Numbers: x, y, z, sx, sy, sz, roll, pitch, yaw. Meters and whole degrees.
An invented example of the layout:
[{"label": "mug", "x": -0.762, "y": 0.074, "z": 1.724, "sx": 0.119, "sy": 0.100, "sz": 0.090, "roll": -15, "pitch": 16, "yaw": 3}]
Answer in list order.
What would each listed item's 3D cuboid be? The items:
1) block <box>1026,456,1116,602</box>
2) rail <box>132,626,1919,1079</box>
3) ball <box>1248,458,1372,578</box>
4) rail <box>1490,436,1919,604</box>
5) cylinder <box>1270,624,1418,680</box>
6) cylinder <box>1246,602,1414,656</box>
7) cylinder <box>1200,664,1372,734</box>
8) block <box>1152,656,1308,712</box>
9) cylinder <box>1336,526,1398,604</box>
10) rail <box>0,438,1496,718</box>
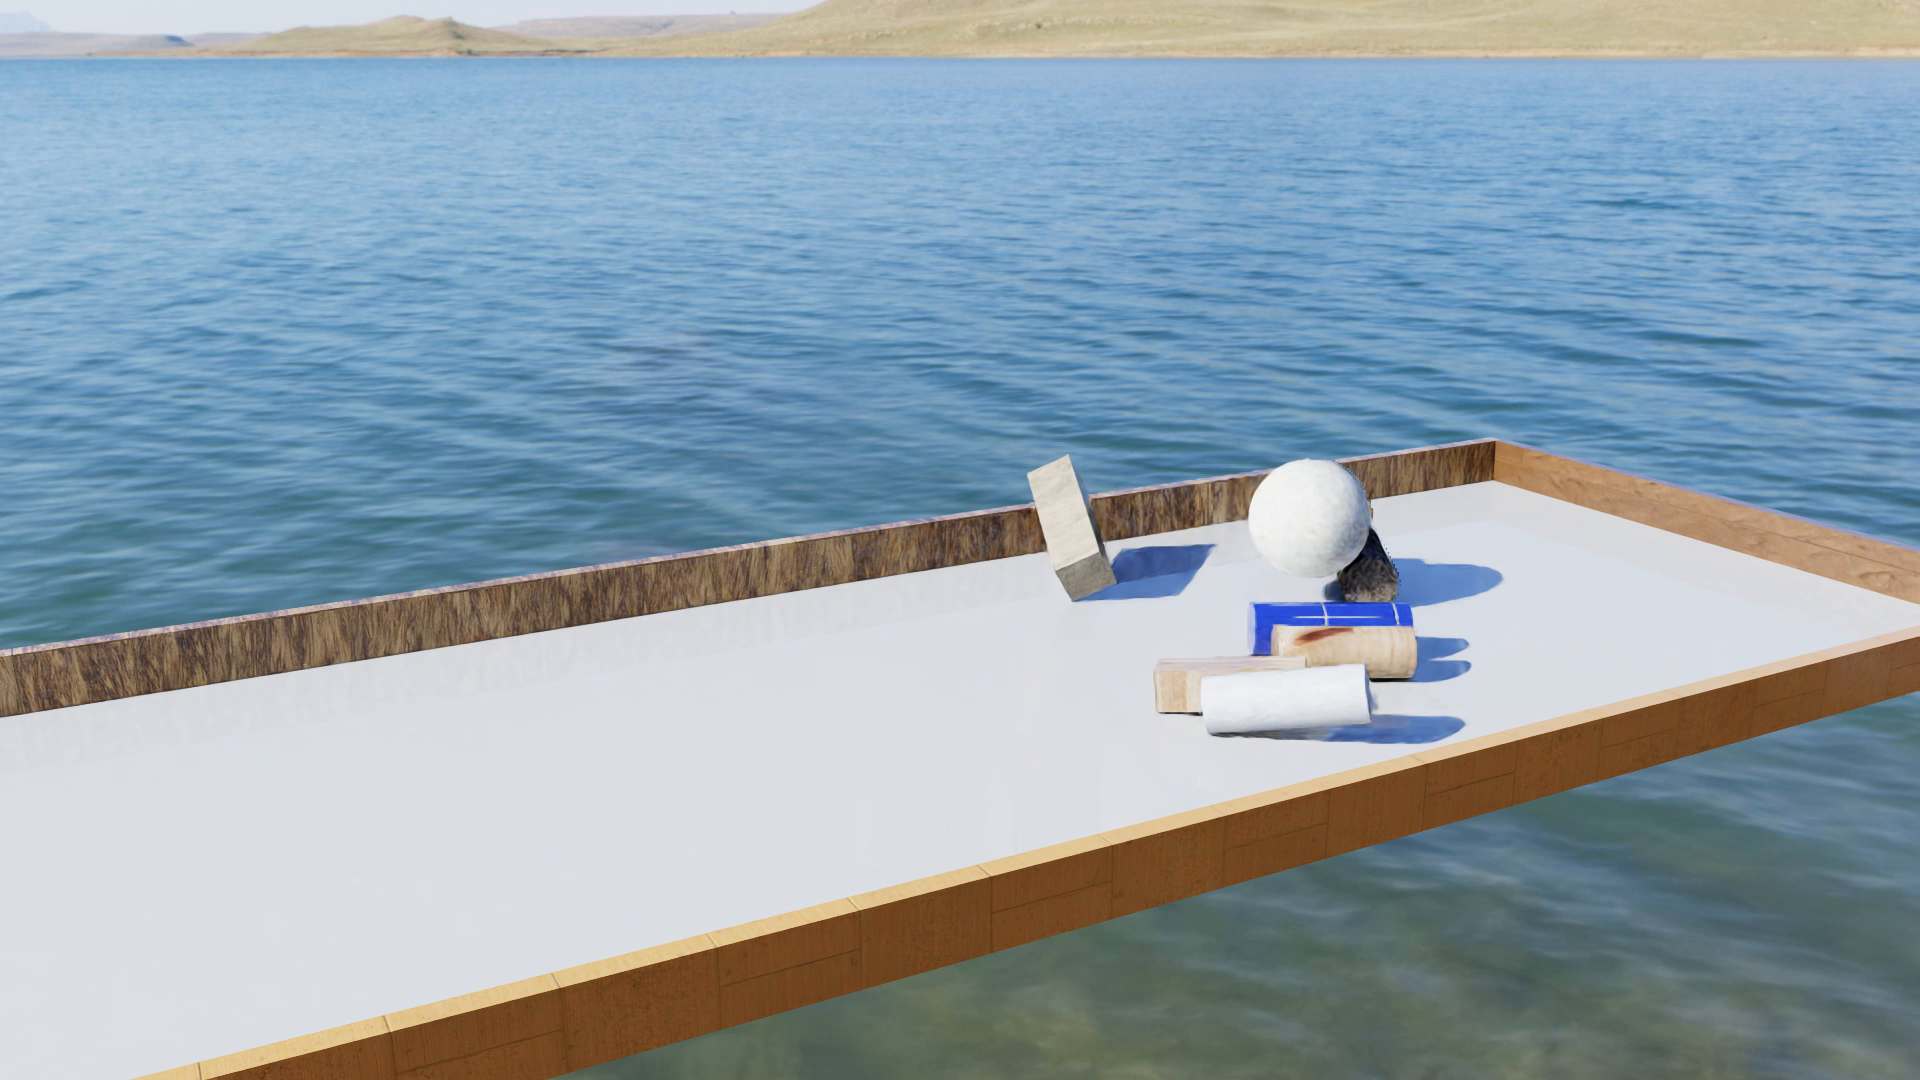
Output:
[{"label": "block", "x": 0.325, "y": -0.039, "z": 4.857, "sx": 0.139, "sy": 0.139, "sz": 0.450, "roll": -24, "pitch": 40, "yaw": 10}, {"label": "rail", "x": -2.336, "y": 1.006, "z": 1.665, "sx": 12.000, "sy": 0.150, "sz": 0.050, "roll": -9, "pitch": 18, "yaw": -27}, {"label": "ball", "x": 0.987, "y": -0.060, "z": 4.660, "sx": 0.339, "sy": 0.339, "sz": 0.339, "roll": 0, "pitch": 16, "yaw": 0}, {"label": "rail", "x": 2.466, "y": -0.048, "z": 5.253, "sx": 0.050, "sy": 0.150, "sz": 2.100, "roll": -9, "pitch": 18, "yaw": -27}, {"label": "cylinder", "x": 0.964, "y": 0.282, "z": 4.160, "sx": 0.342, "sy": 0.132, "sz": 0.132, "roll": 1, "pitch": 16, "yaw": 2}, {"label": "cylinder", "x": 0.964, "y": 0.234, "z": 4.313, "sx": 0.407, "sy": 0.139, "sz": 0.139, "roll": 0, "pitch": 16, "yaw": 1}, {"label": "cylinder", "x": 0.745, "y": 0.363, "z": 3.767, "sx": 0.366, "sy": 0.135, "sz": 0.135, "roll": -6, "pitch": 14, "yaw": 18}, {"label": "block", "x": 0.646, "y": 0.342, "z": 3.930, "sx": 0.353, "sy": 0.103, "sz": 0.103, "roll": -2, "pitch": 12, "yaw": 15}, {"label": "cylinder", "x": 1.178, "y": 0.070, "z": 4.841, "sx": 0.154, "sy": 0.154, "sz": 0.399, "roll": 2, "pitch": 17, "yaw": 6}, {"label": "rail", "x": -3.305, "y": 0.497, "z": 3.399, "sx": 12.000, "sy": 0.150, "sz": 0.050, "roll": -9, "pitch": 18, "yaw": -27}]
